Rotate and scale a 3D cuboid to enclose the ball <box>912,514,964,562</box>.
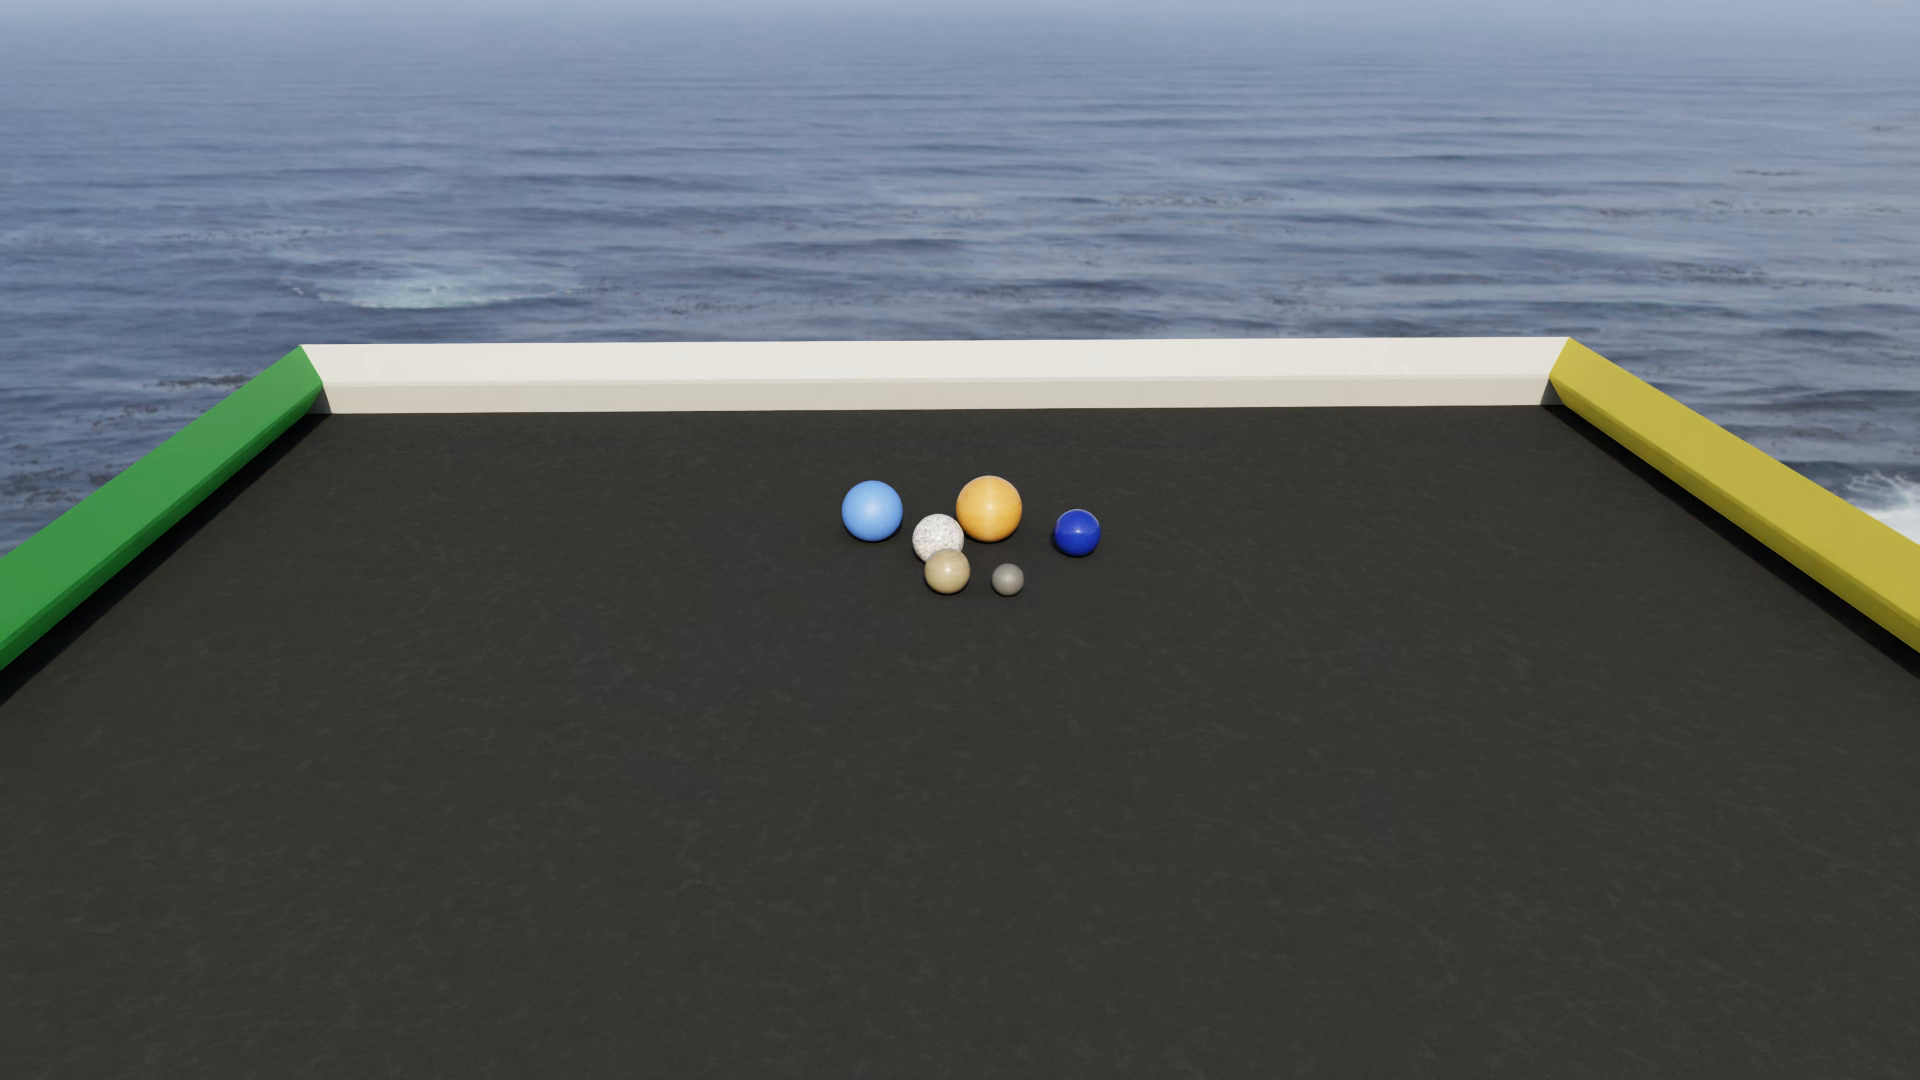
[{"bbox_3d":[-0.028,0.000,2.835,0.067,0.067,0.067,0,16,0],"label":"ball"}]

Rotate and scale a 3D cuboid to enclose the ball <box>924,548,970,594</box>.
[{"bbox_3d":[-0.016,0.038,2.714,0.058,0.058,0.058,0,16,0],"label":"ball"}]

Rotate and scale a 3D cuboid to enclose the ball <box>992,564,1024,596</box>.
[{"bbox_3d":[0.059,0.049,2.708,0.041,0.041,0.041,0,16,0],"label":"ball"}]

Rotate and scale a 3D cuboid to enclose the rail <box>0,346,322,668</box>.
[{"bbox_3d":[-1.023,0.241,1.870,0.045,0.117,3.839,-1,16,-2],"label":"rail"}]

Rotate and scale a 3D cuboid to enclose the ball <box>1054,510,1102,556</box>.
[{"bbox_3d":[0.153,-0.009,2.876,0.062,0.062,0.062,0,16,0],"label":"ball"}]

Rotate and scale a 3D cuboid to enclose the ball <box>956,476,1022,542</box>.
[{"bbox_3d":[0.039,-0.041,2.940,0.090,0.090,0.090,0,16,0],"label":"ball"}]

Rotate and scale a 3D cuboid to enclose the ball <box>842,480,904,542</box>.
[{"bbox_3d":[-0.117,-0.039,2.945,0.082,0.082,0.082,0,16,0],"label":"ball"}]

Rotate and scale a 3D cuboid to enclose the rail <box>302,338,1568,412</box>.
[{"bbox_3d":[-0.032,-0.276,3.730,2.160,0.117,0.045,-1,16,-2],"label":"rail"}]

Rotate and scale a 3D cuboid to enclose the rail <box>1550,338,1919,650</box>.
[{"bbox_3d":[1.088,0.222,1.939,0.045,0.117,3.839,-1,16,-2],"label":"rail"}]
